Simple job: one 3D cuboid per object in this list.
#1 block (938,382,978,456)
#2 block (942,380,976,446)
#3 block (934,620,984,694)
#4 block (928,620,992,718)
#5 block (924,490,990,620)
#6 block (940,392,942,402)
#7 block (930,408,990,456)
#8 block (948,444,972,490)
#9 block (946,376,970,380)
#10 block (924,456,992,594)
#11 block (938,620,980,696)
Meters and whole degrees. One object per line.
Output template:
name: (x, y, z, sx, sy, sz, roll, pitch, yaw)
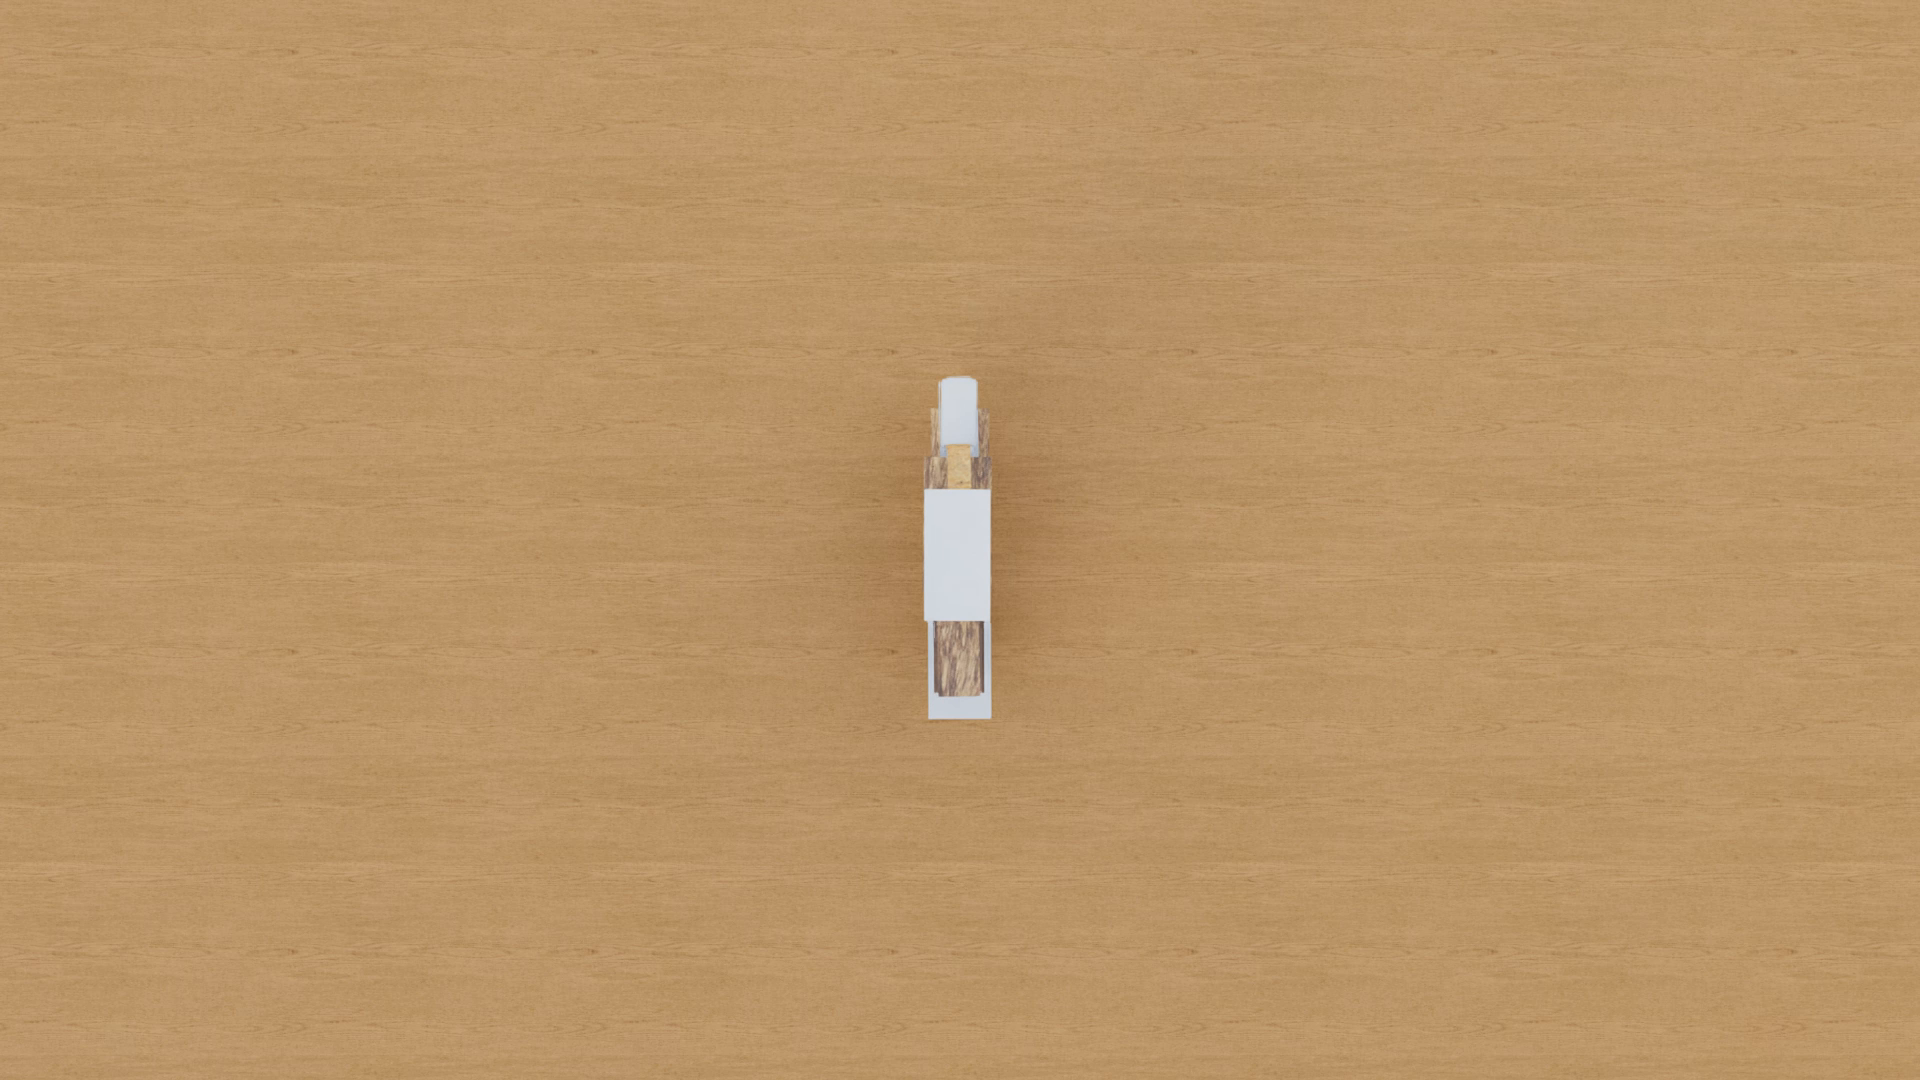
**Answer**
block: (-0.004, -0.306, 4.218, 0.098, 0.028, 0.196, -2, 90, 0)
block: (-0.003, -0.310, 4.030, 0.081, 0.023, 0.161, 0, 91, -1)
block: (-0.003, 0.270, 4.367, 0.134, 0.038, 0.268, -1, 90, 0)
block: (-0.001, 0.327, 4.679, 0.177, 0.050, 0.354, 0, 90, 0)
block: (-0.006, 0.034, 3.729, 0.148, 0.042, 0.295, 0, 90, 0)
block: (-0.006, -0.365, 4.122, 0.081, 0.161, 0.023, -2, 90, -2)
block: (0.000, -0.196, 4.451, 0.157, 0.044, 0.314, 0, 90, 0)
block: (-0.002, -0.173, 3.927, 0.055, 0.016, 0.110, -2, 90, 0)
block: (-0.005, -0.434, 5.129, 0.074, 0.021, 0.148, -1, 90, 0)
block: (-0.006, -0.036, 4.069, 0.168, 0.048, 0.336, 0, 90, 0)
block: (-0.003, 0.286, 4.125, 0.104, 0.029, 0.208, -1, 90, 0)
